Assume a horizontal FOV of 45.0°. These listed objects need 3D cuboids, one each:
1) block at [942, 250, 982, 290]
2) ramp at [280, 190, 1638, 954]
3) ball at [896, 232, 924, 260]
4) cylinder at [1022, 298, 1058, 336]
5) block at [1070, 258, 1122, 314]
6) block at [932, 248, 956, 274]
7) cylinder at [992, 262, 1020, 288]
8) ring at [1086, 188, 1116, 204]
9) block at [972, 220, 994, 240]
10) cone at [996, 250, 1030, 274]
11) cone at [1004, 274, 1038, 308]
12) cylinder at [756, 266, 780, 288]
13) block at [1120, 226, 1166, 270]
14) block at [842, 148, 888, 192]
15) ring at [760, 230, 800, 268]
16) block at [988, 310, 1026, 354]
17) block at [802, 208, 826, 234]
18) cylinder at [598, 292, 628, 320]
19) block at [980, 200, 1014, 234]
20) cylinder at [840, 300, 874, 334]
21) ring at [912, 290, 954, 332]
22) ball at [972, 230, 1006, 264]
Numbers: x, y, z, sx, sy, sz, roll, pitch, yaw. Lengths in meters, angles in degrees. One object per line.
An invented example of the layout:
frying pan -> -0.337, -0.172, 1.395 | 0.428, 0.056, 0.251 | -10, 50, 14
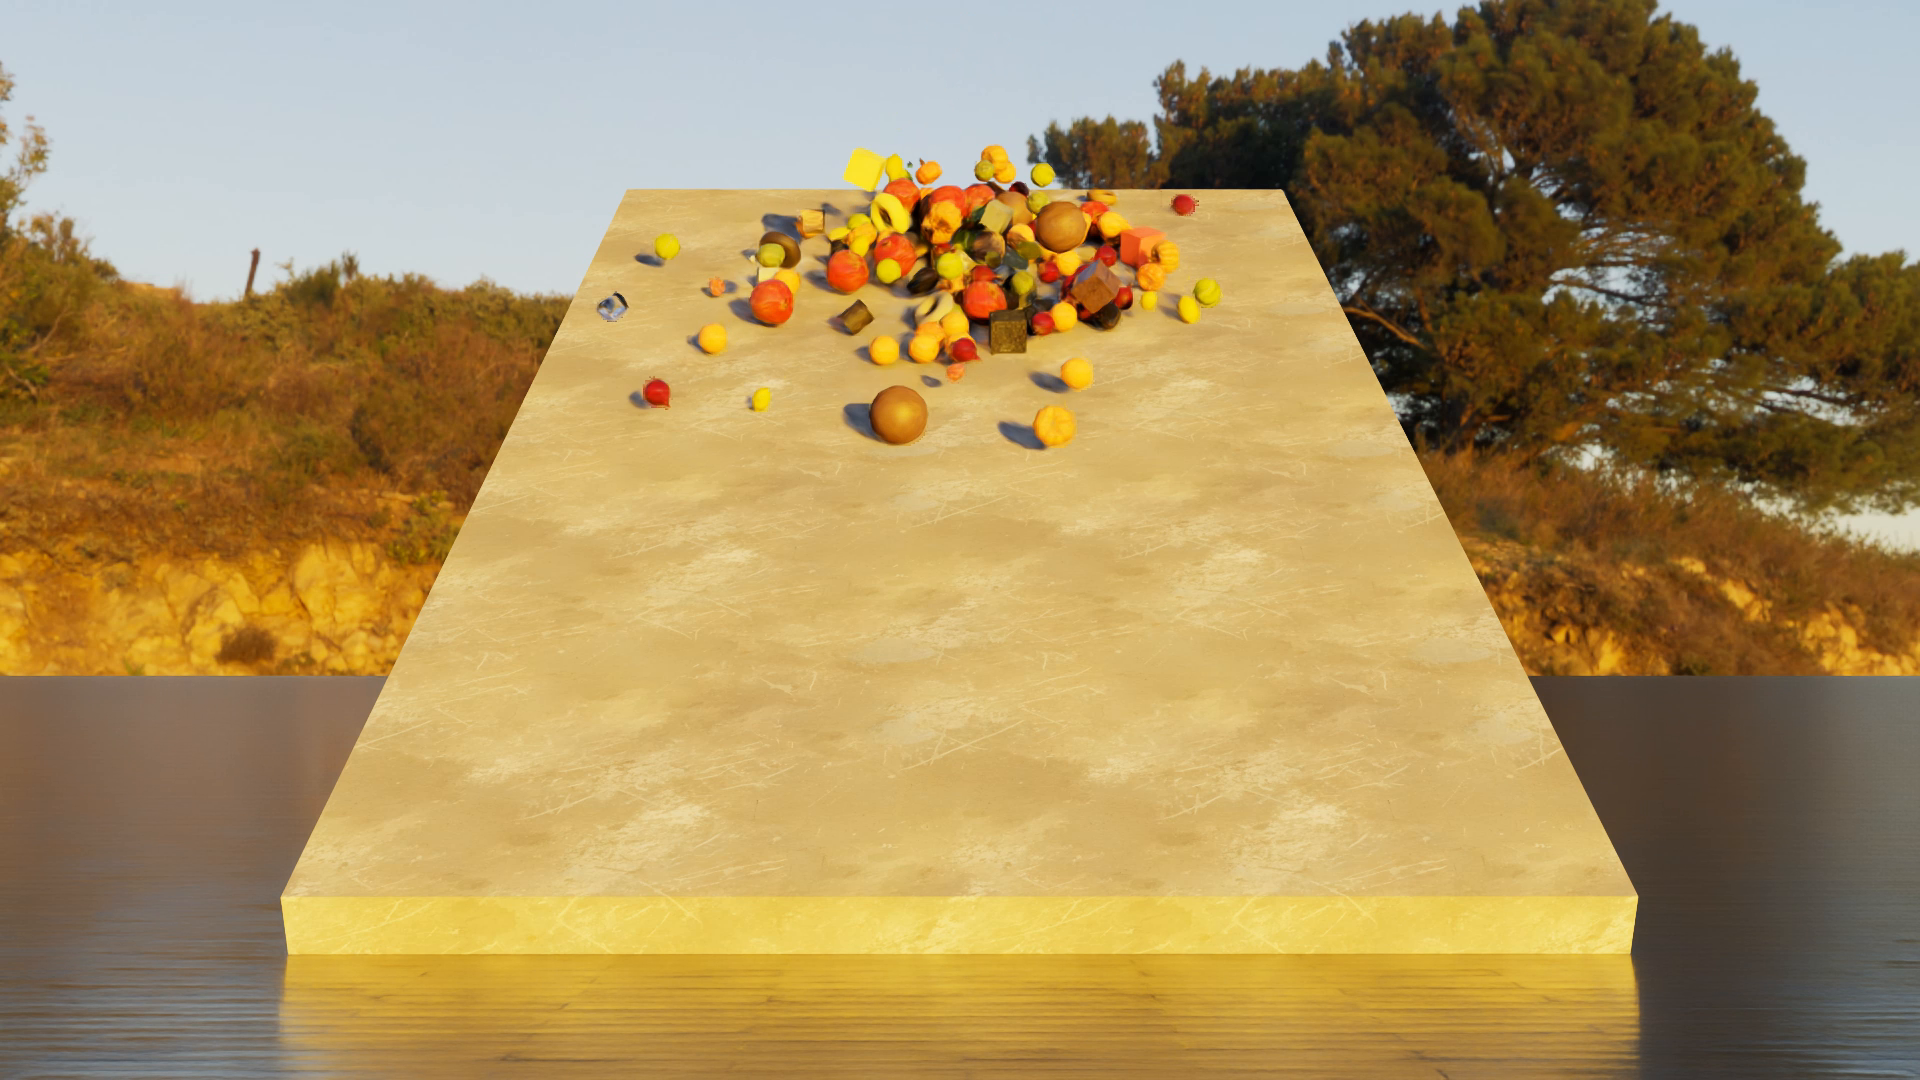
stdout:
block -> 0.007, -0.717, 6.139 | 0.063, 0.063, 0.063 | 46, 0, 31
ramp -> -0.008, -0.227, 5.270 | 2.000, 0.100, 4.000 | 0, 24, 0
ball -> -0.138, -0.810, 6.388 | 0.077, 0.077, 0.077 | 0, -3, 0
cylinder -> 0.197, -0.561, 5.815 | 0.078, 0.078, 0.078 | -2, 21, 25
block -> 0.336, -0.627, 5.733 | 0.081, 0.081, 0.081 | -34, 21, 32
block -> -0.043, -0.760, 6.302 | 0.053, 0.053, 0.053 | -9, 25, -19
cylinder -> 0.124, -0.695, 6.120 | 0.057, 0.057, 0.057 | 33, -10, -10
ring -> 0.424, -1.026, 6.931 | 0.093, 0.031, 0.093 | 10, 22, -4
block -> 0.072, -0.847, 6.445 | 0.062, 0.062, 0.062 | -16, -30, -12
cone -> 0.121, -0.728, 6.220 | 0.094, 0.094, 0.094 | 2, 0, -36
cone -> 0.152, -0.645, 6.055 | 0.090, 0.090, 0.090 | 0, -3, -5
cylinder -> -0.508, -0.697, 6.149 | 0.057, 0.057, 0.057 | -5, -2, -13
block -> 0.501, -0.801, 6.357 | 0.088, 0.088, 0.088 | -14, 27, -30
block -> -0.247, -0.967, 6.047 | 0.081, 0.081, 0.081 | 25, 18, 2
ring -> -0.487, -0.787, 6.286 | 0.122, 0.041, 0.122 | 20, -32, 14
block -> 0.116, -0.510, 5.689 | 0.085, 0.085, 0.085 | -1, 24, -3
block -> -0.401, -0.873, 6.360 | 0.057, 0.057, 0.057 | -4, -2, 3
cylinder -> -0.882, -0.593, 5.895 | 0.054, 0.054, 0.054 | -38, 15, -25
block -> 0.099, -0.866, 6.203 | 0.060, 0.060, 0.060 | 31, 26, 9
cylinder -> -0.257, -0.555, 5.780 | 0.063, 0.063, 0.063 | -37, -9, 6
ring -> -0.067, -0.573, 5.813 | 0.122, 0.122, 0.041 | -3, -39, 47
ball -> 0.080, -0.800, 6.337 | 0.090, 0.090, 0.090 | 0, -3, 0
